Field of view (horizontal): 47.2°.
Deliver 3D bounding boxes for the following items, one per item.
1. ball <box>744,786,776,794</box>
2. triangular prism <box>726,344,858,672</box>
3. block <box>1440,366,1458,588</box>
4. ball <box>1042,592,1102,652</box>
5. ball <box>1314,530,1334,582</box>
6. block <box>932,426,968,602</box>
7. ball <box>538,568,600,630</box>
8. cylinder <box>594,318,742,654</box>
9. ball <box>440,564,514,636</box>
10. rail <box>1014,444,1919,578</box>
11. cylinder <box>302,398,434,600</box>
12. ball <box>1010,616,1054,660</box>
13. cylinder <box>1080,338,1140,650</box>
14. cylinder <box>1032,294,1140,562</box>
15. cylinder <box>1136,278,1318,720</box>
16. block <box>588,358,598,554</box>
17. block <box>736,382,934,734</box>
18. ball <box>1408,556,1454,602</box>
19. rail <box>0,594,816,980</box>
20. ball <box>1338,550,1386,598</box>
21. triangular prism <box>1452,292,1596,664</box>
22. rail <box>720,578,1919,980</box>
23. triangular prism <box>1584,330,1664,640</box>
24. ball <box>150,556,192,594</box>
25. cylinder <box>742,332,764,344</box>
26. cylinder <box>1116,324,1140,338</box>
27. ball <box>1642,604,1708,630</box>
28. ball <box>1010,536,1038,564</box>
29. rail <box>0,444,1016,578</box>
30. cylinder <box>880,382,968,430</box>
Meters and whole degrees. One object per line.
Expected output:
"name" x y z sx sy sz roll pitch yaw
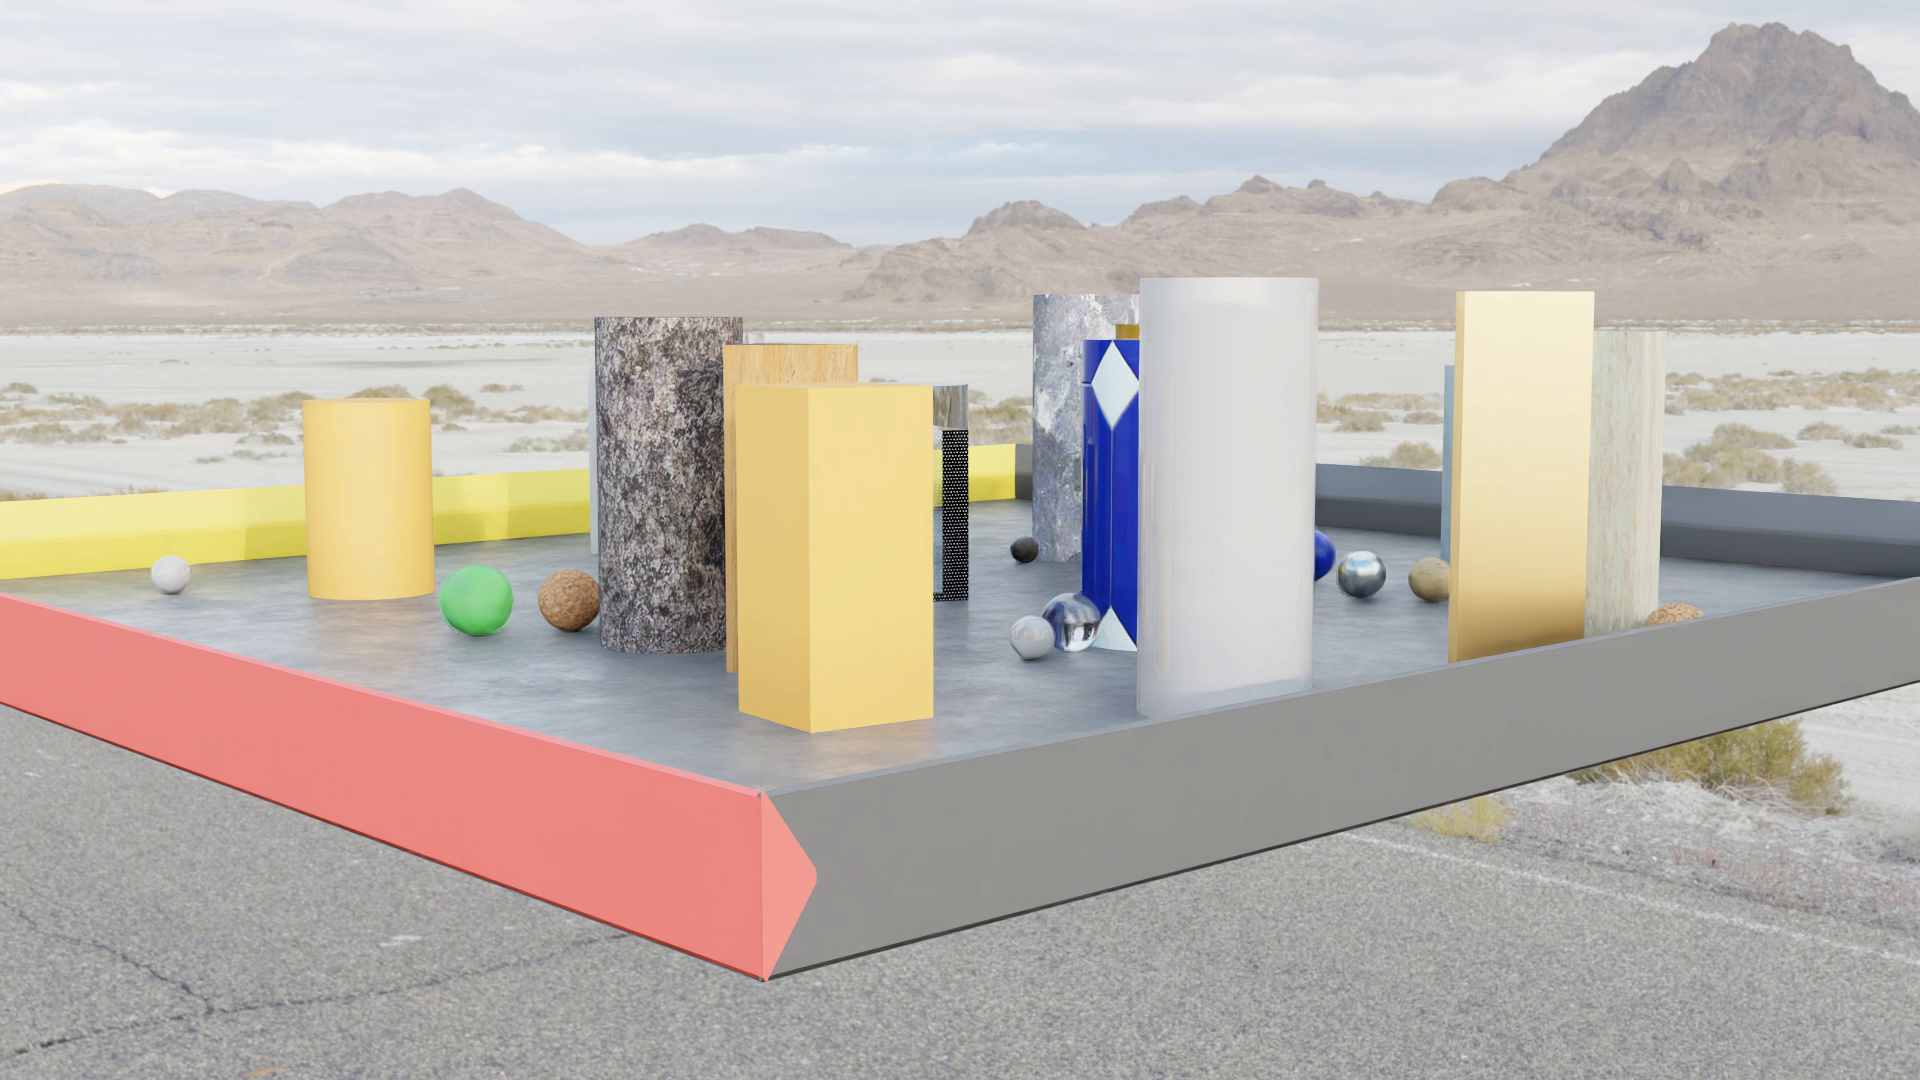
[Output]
"ball" -0.151 0.229 1.625 0.094 0.094 0.094 0 6 0
"triangular prism" -0.231 -0.047 2.782 0.169 0.401 0.146 -2 6 -21
"block" 0.881 -0.099 3.504 0.156 0.356 0.156 -4 7 -32
"ball" 0.145 0.107 2.869 0.078 0.078 0.078 0 6 0
"ball" 0.566 0.025 3.591 0.089 0.089 0.089 0 6 0
"block" -0.090 -0.042 3.409 0.156 0.262 0.156 -3 7 -24
"ball" -0.542 0.083 3.057 0.087 0.087 0.087 0 6 0
"cylinder" -0.385 -0.078 2.927 0.195 0.434 0.195 0 6 0
"ball" -0.661 0.082 3.010 0.097 0.097 0.097 0 6 0
"rail" 0.995 -0.063 4.245 0.045 0.126 2.601 -5 8 -42
"cylinder" -0.931 -0.068 3.464 0.195 0.303 0.195 0 6 0
"ball" 0.092 0.124 2.805 0.056 0.056 0.056 0 6 0
"cylinder" 0.260 -0.066 2.947 0.195 0.405 0.195 0 6 0
"cylinder" 0.228 -0.204 3.949 0.195 0.471 0.195 0 6 0
"cylinder" 0.294 -0.048 2.430 0.195 0.478 0.195 0 6 0
"block" -0.576 -0.158 4.053 0.156 0.357 0.156 2 6 20
"block" -0.138 0.012 2.408 0.156 0.363 0.156 -4 7 -34
"ball" 0.721 0.060 3.367 0.068 0.068 0.068 0 6 0
"rail" -0.995 0.129 2.419 0.045 0.126 2.601 -5 8 -42
"ball" 0.620 0.053 3.396 0.075 0.075 0.075 0 6 0
"triangular prism" 0.619 -0.055 2.564 0.169 0.464 0.146 -2 6 -15
"rail" 0.866 0.131 2.399 2.755 0.126 0.045 -5 8 -42
"triangular prism" 0.876 -0.066 2.899 0.146 0.416 0.169 -4 7 -35
"ball" -1.240 0.055 3.455 0.059 0.059 0.059 0 6 0
"cylinder" -0.414 -0.133 3.586 0.195 0.406 0.195 0 6 0
"cylinder" 0.344 -0.133 3.512 0.195 0.421 0.195 0 6 0
"ball" 0.874 0.121 2.677 0.089 0.089 0.089 0 6 0
"ball" 0.114 0.016 3.873 0.049 0.049 0.049 0 6 0
"rail" -0.866 -0.065 4.265 2.755 0.126 0.045 -5 8 -42
"cylinder" -0.082 -0.099 3.668 0.195 0.321 0.195 0 6 0
